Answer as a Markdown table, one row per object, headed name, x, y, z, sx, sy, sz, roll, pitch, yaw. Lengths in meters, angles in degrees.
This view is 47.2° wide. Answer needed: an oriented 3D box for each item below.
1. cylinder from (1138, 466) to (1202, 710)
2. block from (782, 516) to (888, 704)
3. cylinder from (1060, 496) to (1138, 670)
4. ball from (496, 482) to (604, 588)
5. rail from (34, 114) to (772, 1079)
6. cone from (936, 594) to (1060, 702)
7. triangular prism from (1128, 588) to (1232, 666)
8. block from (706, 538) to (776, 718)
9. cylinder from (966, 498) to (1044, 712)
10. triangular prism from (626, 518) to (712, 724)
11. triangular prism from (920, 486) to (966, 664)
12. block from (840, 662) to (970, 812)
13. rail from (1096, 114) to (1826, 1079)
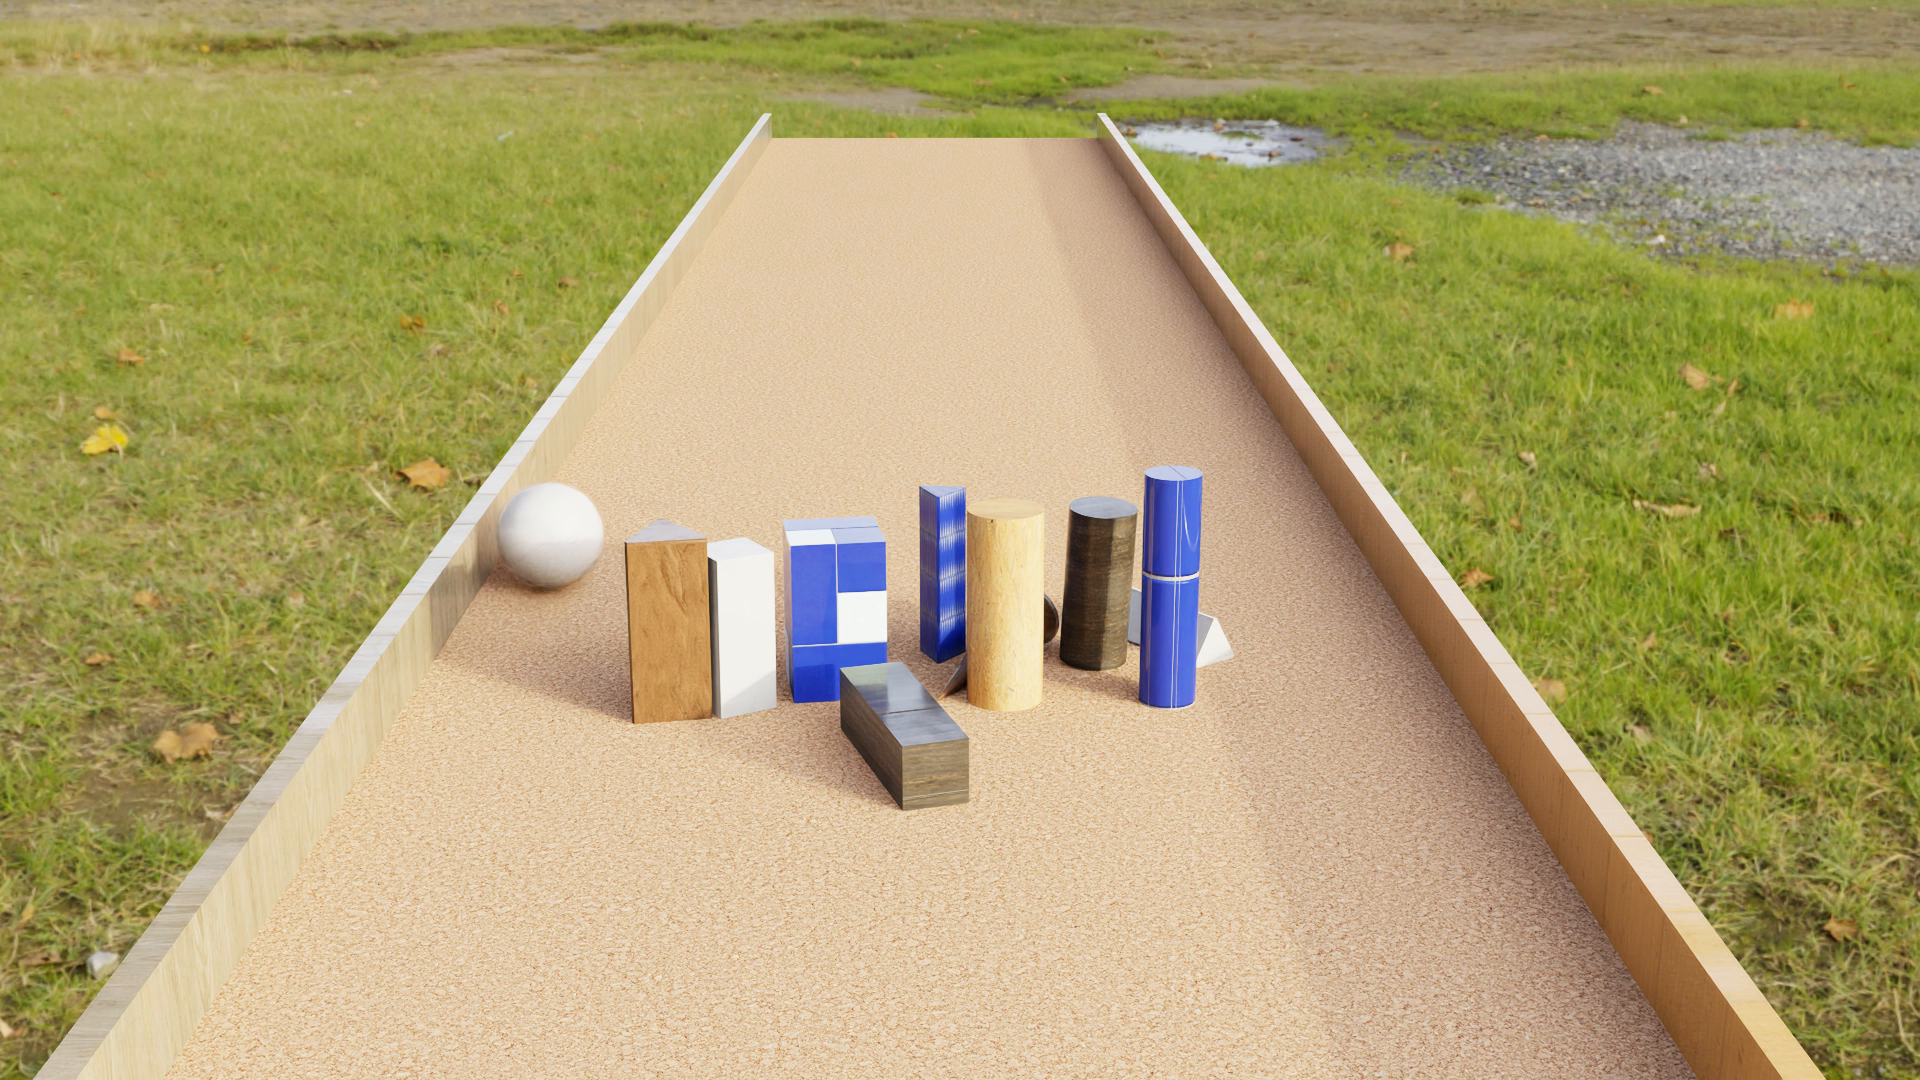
| name | x | y | z | sx | sy | sz | roll | pitch | yaw |
| --- | --- | --- | --- | --- | --- | --- | --- | --- | --- |
| cylinder | 0.395 | 0.091 | 4.135 | 0.108 | 0.448 | 0.108 | 0 | 17 | 0 |
| block | -0.242 | 0.132 | 4.234 | 0.179 | 0.312 | 0.179 | -3 | 17 | -9 |
| cylinder | 0.274 | 0.086 | 4.363 | 0.135 | 0.319 | 0.135 | 2 | 20 | -1 |
| ball | -0.903 | -0.010 | 4.850 | 0.233 | 0.233 | 0.233 | 0 | 17 | 0 |
| rail | -1.118 | -0.838 | 7.780 | 0.050 | 0.150 | 12.000 | 0 | 17 | -1 |
| cone | 0.047 | 0.231 | 4.334 | 0.135 | 0.135 | 0.384 | 9 | 29 | 29 |
| triangular prism | 0.403 | 0.160 | 4.518 | 0.107 | 0.093 | 0.350 | -12 | 21 | -35 |
| block | -0.426 | 0.164 | 4.135 | 0.116 | 0.307 | 0.116 | -10 | 19 | -31 |
| cylinder | 0.086 | 0.122 | 4.157 | 0.145 | 0.376 | 0.145 | 0 | 17 | 0 |
| triangular prism | -0.546 | 0.148 | 4.096 | 0.147 | 0.355 | 0.127 | -3 | 19 | -11 |
| triangular prism | -0.048 | 0.064 | 4.403 | 0.079 | 0.347 | 0.091 | 12 | 20 | 34 |
| block | -0.102 | 0.340 | 3.877 | 0.118 | 0.118 | 0.401 | -5 | 17 | -17 |
| rail | 0.932 | -0.844 | 7.801 | 0.050 | 0.150 | 12.000 | 0 | 17 | -1 |
